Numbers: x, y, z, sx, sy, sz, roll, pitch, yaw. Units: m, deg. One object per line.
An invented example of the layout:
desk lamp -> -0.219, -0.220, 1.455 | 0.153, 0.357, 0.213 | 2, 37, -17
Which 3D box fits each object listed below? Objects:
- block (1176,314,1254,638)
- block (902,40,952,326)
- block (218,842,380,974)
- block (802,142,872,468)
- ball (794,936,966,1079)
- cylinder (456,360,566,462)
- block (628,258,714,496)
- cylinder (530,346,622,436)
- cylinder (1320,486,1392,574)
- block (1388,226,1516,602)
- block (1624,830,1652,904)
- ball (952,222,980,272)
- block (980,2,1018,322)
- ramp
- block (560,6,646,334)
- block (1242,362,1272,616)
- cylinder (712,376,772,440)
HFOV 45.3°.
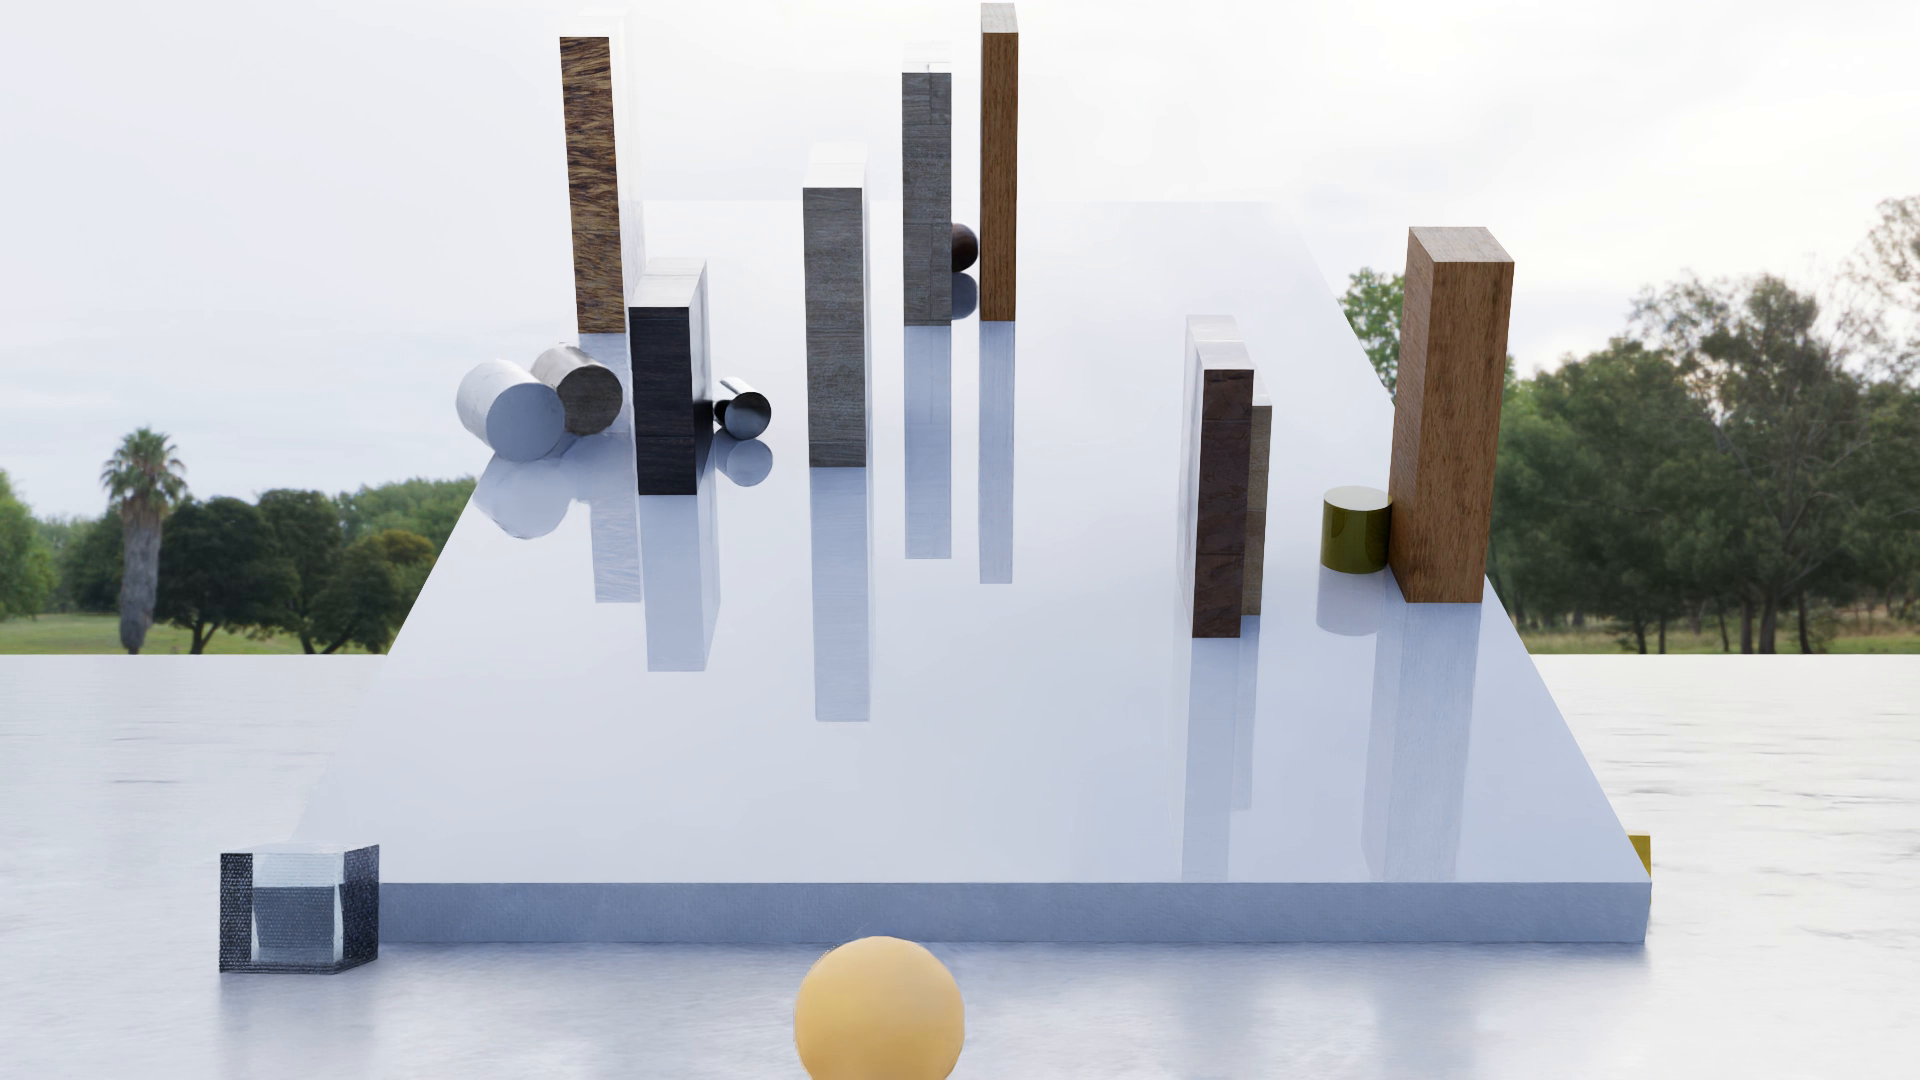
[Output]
block -> 0.456, -0.118, 4.152 | 0.086, 0.503, 0.317 | 0, 22, 0
block -> -0.082, -0.922, 5.913 | 0.122, 0.641, 0.435 | 0, 22, 0
block -> -0.891, 0.496, 3.113 | 0.158, 0.158, 0.158 | 0, -3, 7
block -> -0.260, -0.513, 4.969 | 0.122, 0.606, 0.412 | 0, 22, 0
ball -> -0.074, 0.449, 2.143 | 0.160, 0.160, 0.160 | 0, -3, 0
cylinder -> -0.968, -0.279, 4.958 | 0.179, 0.179, 0.179 | 2, 18, -35
block -> -0.602, -0.349, 4.835 | 0.121, 0.403, 0.366 | 0, 22, 0
cylinder -> -0.855, -0.333, 5.111 | 0.162, 0.162, 0.162 | 2, 18, -33
cylinder -> 0.757, -0.020, 4.404 | 0.130, 0.130, 0.130 | 0, 22, 0
block -> 0.893, -0.229, 4.232 | 0.141, 0.648, 0.240 | 0, 22, 0
block -> 1.120, 0.557, 3.941 | 0.114, 0.114, 0.114 | -1, -3, 13
ball -> -0.012, -0.798, 6.273 | 0.138, 0.138, 0.138 | 0, -3, 0
block -> 0.098, -0.979, 5.934 | 0.088, 0.730, 0.436 | 0, 22, 0
ramp -> -0.007, -0.223, 5.192 | 2.000, 0.100, 4.000 | 0, 22, 0
block -> -0.897, -0.943, 5.833 | 0.120, 0.738, 0.442 | 0, 22, 0
block -> 0.505, -0.096, 4.227 | 0.084, 0.404, 0.243 | 0, 22, 0
cylinder -> -0.488, -0.290, 5.076 | 0.111, 0.111, 0.111 | 2, 19, -30
